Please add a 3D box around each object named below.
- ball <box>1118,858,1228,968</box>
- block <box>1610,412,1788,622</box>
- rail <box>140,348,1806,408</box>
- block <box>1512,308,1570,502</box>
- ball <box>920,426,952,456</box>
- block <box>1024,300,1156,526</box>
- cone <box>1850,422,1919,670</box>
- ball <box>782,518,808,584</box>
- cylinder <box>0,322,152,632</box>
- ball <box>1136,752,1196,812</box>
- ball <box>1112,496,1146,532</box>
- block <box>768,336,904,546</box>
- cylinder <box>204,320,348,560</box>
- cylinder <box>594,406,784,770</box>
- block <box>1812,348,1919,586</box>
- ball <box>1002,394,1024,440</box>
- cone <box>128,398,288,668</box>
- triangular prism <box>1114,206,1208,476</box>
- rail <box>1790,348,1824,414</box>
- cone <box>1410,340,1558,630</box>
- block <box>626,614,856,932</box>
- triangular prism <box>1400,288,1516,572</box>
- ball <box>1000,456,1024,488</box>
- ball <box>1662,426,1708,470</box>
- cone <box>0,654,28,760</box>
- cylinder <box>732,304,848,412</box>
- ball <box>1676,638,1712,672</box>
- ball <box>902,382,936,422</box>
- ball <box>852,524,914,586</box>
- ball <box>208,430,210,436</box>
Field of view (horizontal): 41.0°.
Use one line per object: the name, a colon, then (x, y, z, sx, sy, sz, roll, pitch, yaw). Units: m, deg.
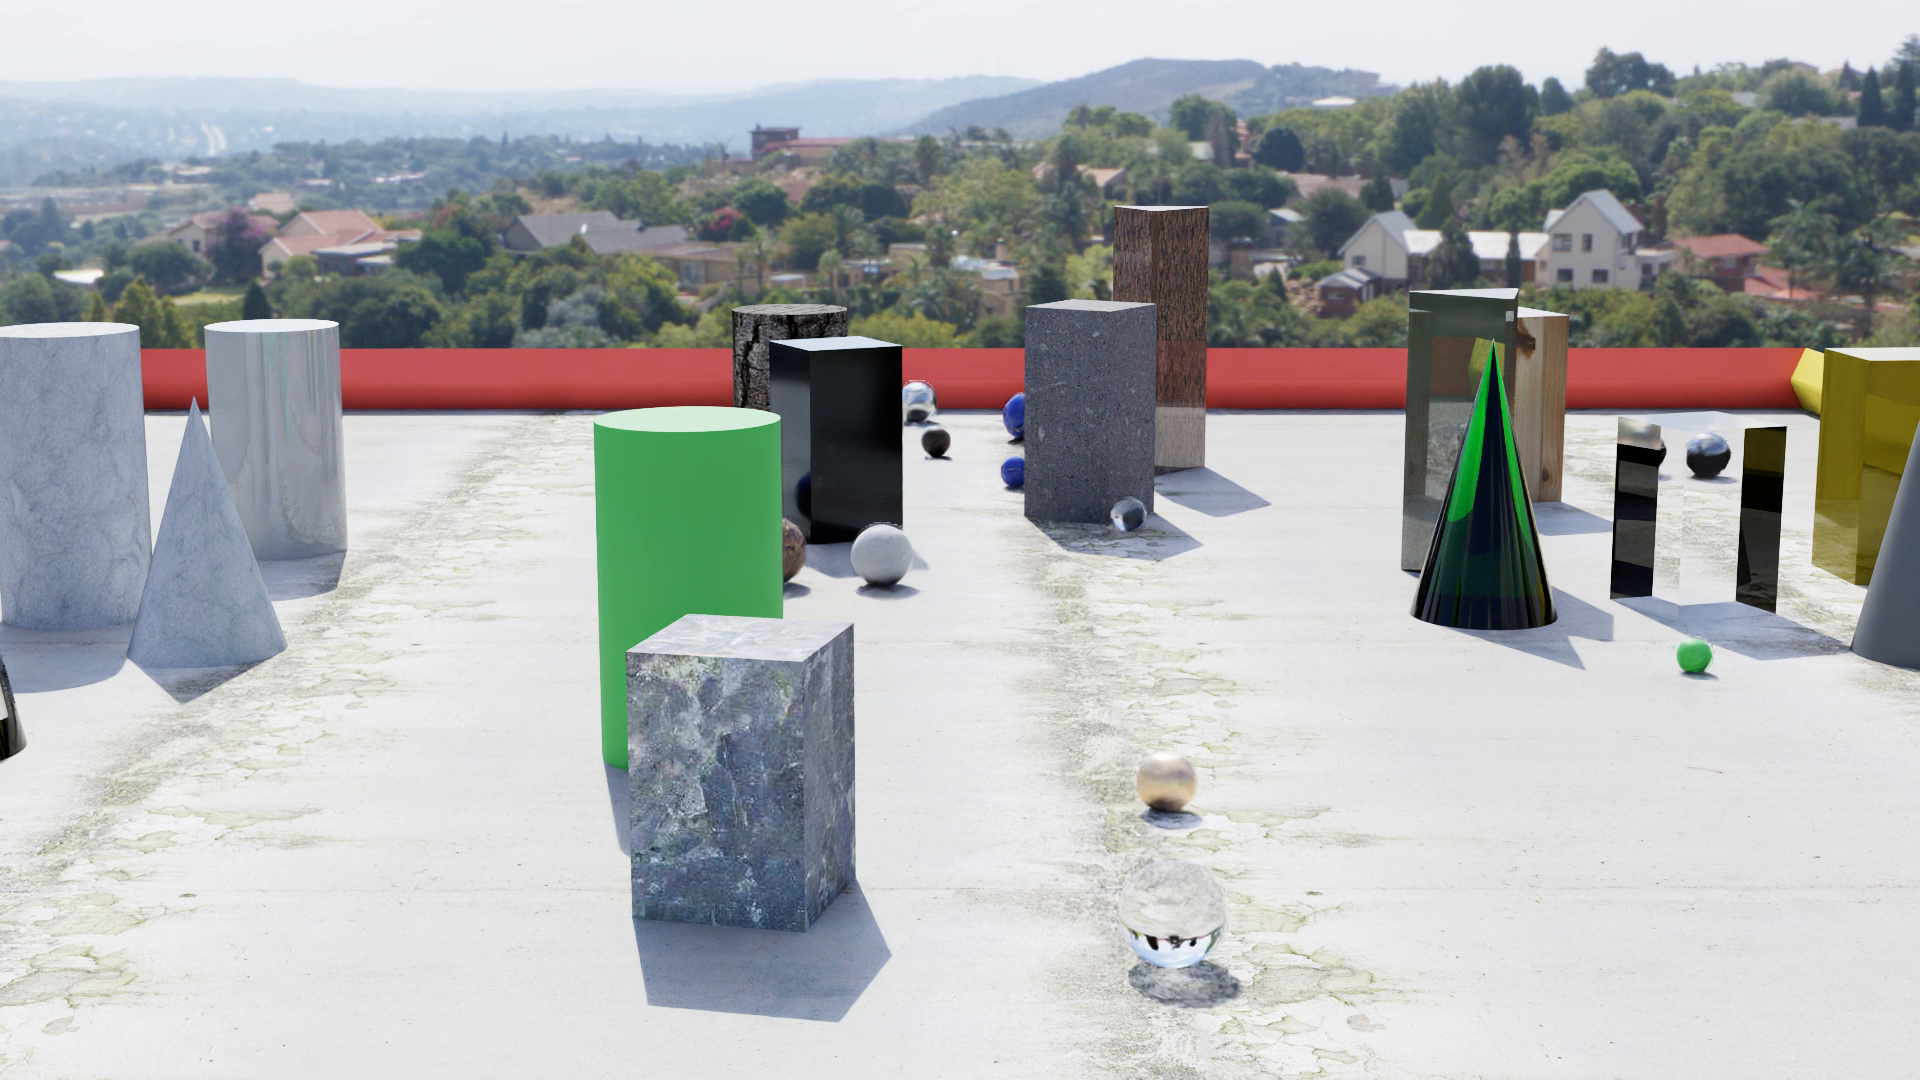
ball: (0.173, 0.304, 2.093, 0.089, 0.089, 0.089, 0, 11, 0)
block: (0.996, -0.035, 3.467, 0.156, 0.254, 0.156, -4, 11, -19)
rail: (-0.012, -0.342, 5.469, 3.649, 0.127, 0.045, 0, 11, 0)
block: (0.917, -0.229, 4.352, 0.156, 0.314, 0.156, -3, 11, -18)
ball: (-0.045, -0.185, 4.823, 0.057, 0.057, 0.057, 0, 11, 0)
block: (0.212, -0.211, 4.177, 0.156, 0.342, 0.156, 7, 12, 31)
cone: (1.217, -0.079, 3.171, 0.195, 0.451, 0.195, 0, 11, 0)
ball: (-0.265, 0.015, 3.629, 0.098, 0.098, 0.098, 0, 11, 0)
cylinder: (-1.179, -0.088, 3.400, 0.195, 0.383, 0.195, 0, 11, 0)
ball: (0.203, 0.239, 2.529, 0.059, 0.059, 0.059, 0, 11, 0)
ball: (0.266, -0.040, 4.045, 0.055, 0.055, 0.055, 0, 11, 0)
block: (-0.194, -0.158, 4.012, 0.156, 0.299, 0.156, -5, 12, -27)
cylinder: (-1.032, -0.154, 3.878, 0.195, 0.340, 0.195, 0, 11, 0)
cylinder: (-0.286, 0.050, 2.721, 0.195, 0.360, 0.195, 0, 11, 0)
block: (1.340, -0.108, 3.686, 0.156, 0.320, 0.156, -1, 11, -4)
ball: (0.129, -0.241, 5.028, 0.092, 0.092, 0.092, 0, 11, 0)
cone: (-0.947, -0.020, 3.201, 0.195, 0.323, 0.195, 0, 11, 0)
triangular prism: (0.338, -0.365, 4.653, 0.147, 0.473, 0.169, 8, 13, 38)
rail: (1.801, 0.031, 3.459, 0.045, 0.127, 4.157, 0, 11, 0)
cone: (0.701, -0.083, 3.406, 0.195, 0.371, 0.195, 0, 11, 0)
block: (-0.189, 0.200, 2.251, 0.156, 0.236, 0.156, 3, 11, 13)
triangular prism: (0.755, -0.155, 3.703, 0.169, 0.406, 0.147, 10, 15, 44)
ball: (0.097, -0.118, 4.467, 0.055, 0.055, 0.055, 0, 11, 0)
ball: (1.313, -0.165, 4.650, 0.080, 0.080, 0.080, 0, 11, 0)
cone: (-1.106, -0.005, 2.714, 0.195, 0.472, 0.195, 0, 11, 0)
cylinder: (-0.288, -0.235, 4.372, 0.195, 0.318, 0.195, 0, 11, 0)
ball: (0.890, 0.140, 3.110, 0.042, 0.042, 0.042, 0, 11, 0)
ball: (-0.089, -0.285, 5.291, 0.081, 0.081, 0.081, 0, 11, 0)
ball: (-0.110, 0.022, 3.619, 0.088, 0.088, 0.088, 0, 11, 0)
ball: (-1.317, -0.153, 4.553, 0.092, 0.092, 0.092, 0, 11, 0)
